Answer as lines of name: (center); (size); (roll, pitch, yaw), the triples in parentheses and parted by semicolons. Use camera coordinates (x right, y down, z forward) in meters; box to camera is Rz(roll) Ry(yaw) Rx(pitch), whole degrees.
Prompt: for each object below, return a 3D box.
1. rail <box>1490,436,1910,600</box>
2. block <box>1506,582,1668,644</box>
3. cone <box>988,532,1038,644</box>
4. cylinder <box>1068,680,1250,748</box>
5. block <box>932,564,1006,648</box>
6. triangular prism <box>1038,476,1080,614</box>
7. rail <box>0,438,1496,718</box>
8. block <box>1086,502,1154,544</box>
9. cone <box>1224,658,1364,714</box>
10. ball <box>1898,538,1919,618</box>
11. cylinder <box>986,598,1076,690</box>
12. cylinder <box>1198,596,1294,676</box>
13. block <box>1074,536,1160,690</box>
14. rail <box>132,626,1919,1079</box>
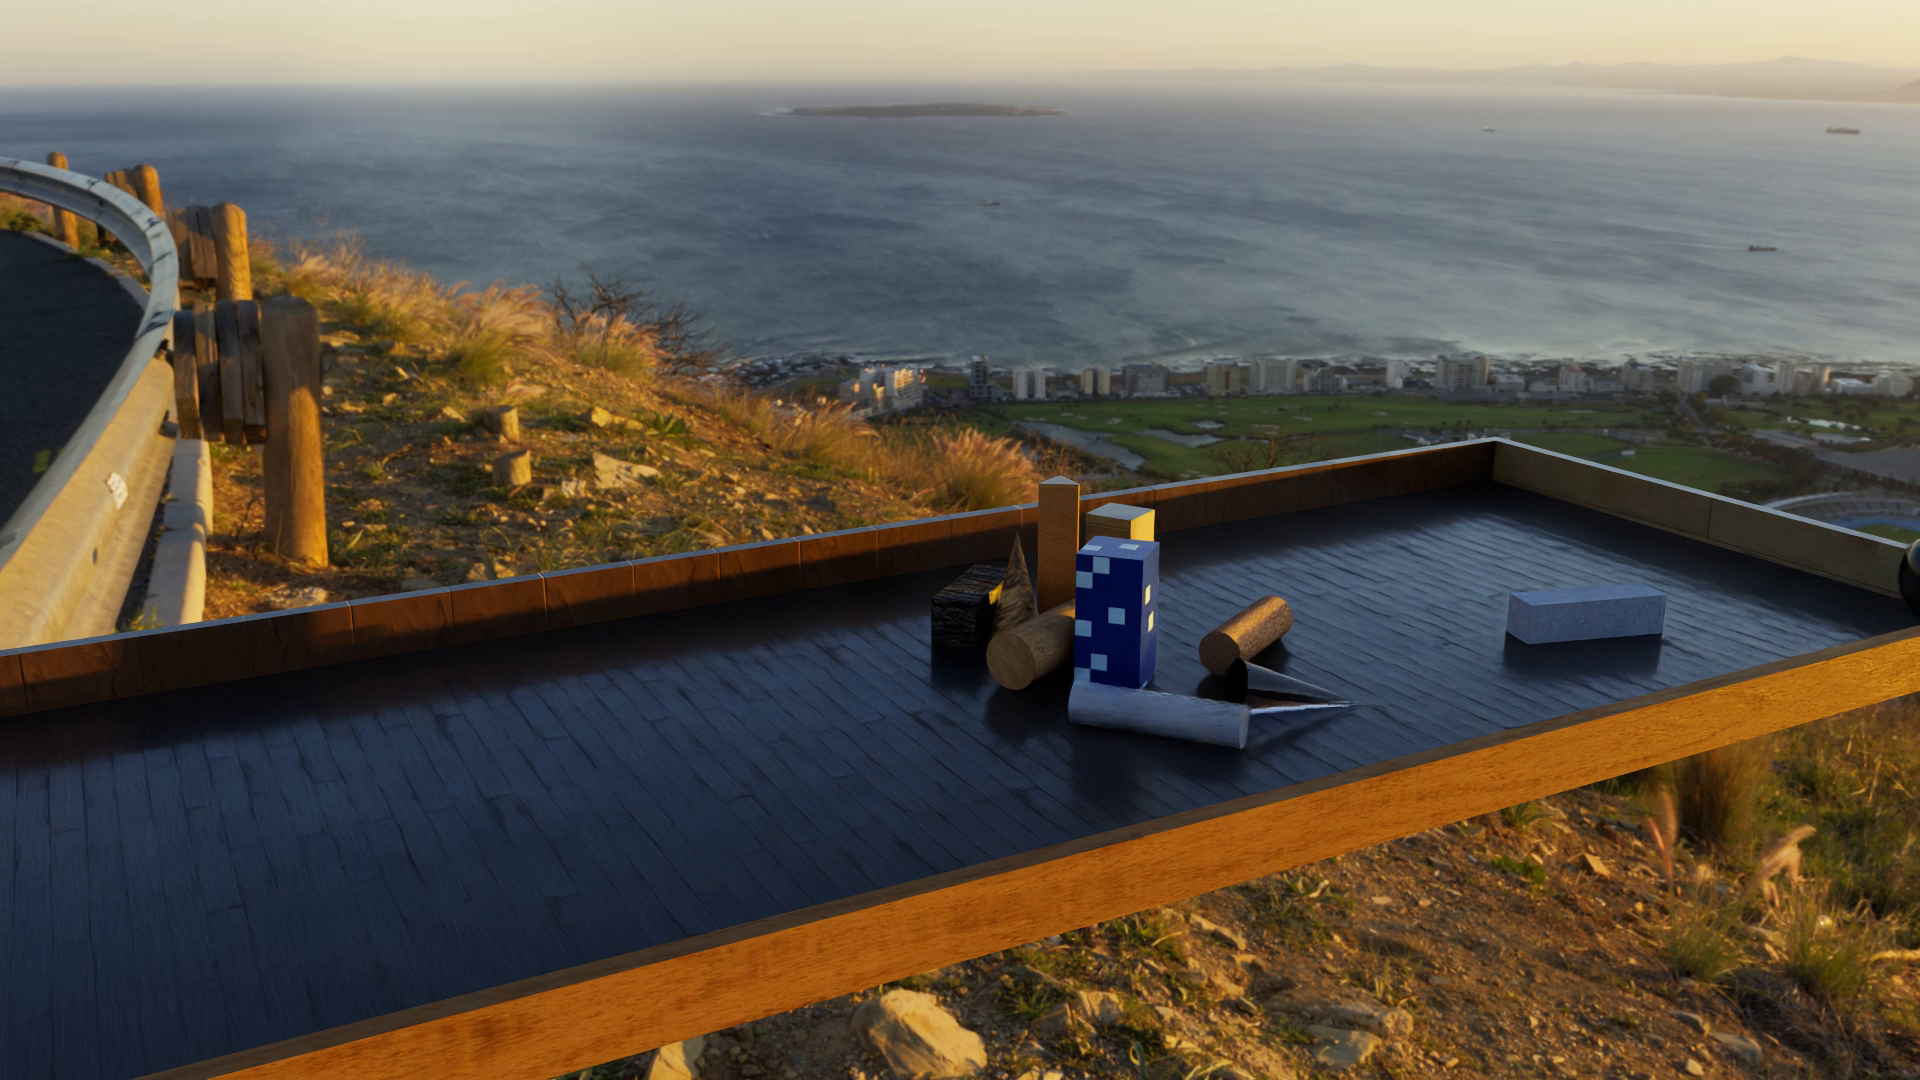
rail: (2.466, -0.048, 5.253); (0.050, 0.150, 2.100); (-9, 18, -27)
block: (1.703, 0.199, 4.485); (0.405, 0.109, 0.109); (-4, 17, -12)
cone: (0.151, 0.123, 4.388); (0.155, 0.310, 0.155); (0, 16, 0)
cylinder: (0.457, 0.402, 3.811); (0.403, 0.100, 0.100); (7, 18, 21)
block: (0.042, 0.179, 4.521); (0.127, 0.127, 0.325); (6, 18, 21)
triangular prism: (0.277, 0.016, 4.625); (0.110, 0.382, 0.095); (2, 16, 5)
rail: (-3.305, 0.497, 3.399); (12.000, 0.150, 0.050); (-9, 18, -27)
block: (0.419, 0.101, 4.363); (0.132, 0.366, 0.132); (10, 19, 32)
cone: (0.820, 0.374, 3.963); (0.340, 0.137, 0.137); (8, 14, -13)
ball: (2.704, 0.103, 4.452); (0.298, 0.298, 0.298); (0, 16, 0)
cylinder: (0.235, 0.258, 4.216); (0.148, 0.148, 0.369); (12, 20, 35)
cylinder: (0.751, 0.246, 4.313); (0.115, 0.115, 0.349); (10, 19, 31)
block: (0.390, 0.186, 4.103); (0.167, 0.348, 0.167); (6, 17, 20)
rail: (-2.336, 1.006, 1.665); (12.000, 0.150, 0.050); (-9, 18, -27)
